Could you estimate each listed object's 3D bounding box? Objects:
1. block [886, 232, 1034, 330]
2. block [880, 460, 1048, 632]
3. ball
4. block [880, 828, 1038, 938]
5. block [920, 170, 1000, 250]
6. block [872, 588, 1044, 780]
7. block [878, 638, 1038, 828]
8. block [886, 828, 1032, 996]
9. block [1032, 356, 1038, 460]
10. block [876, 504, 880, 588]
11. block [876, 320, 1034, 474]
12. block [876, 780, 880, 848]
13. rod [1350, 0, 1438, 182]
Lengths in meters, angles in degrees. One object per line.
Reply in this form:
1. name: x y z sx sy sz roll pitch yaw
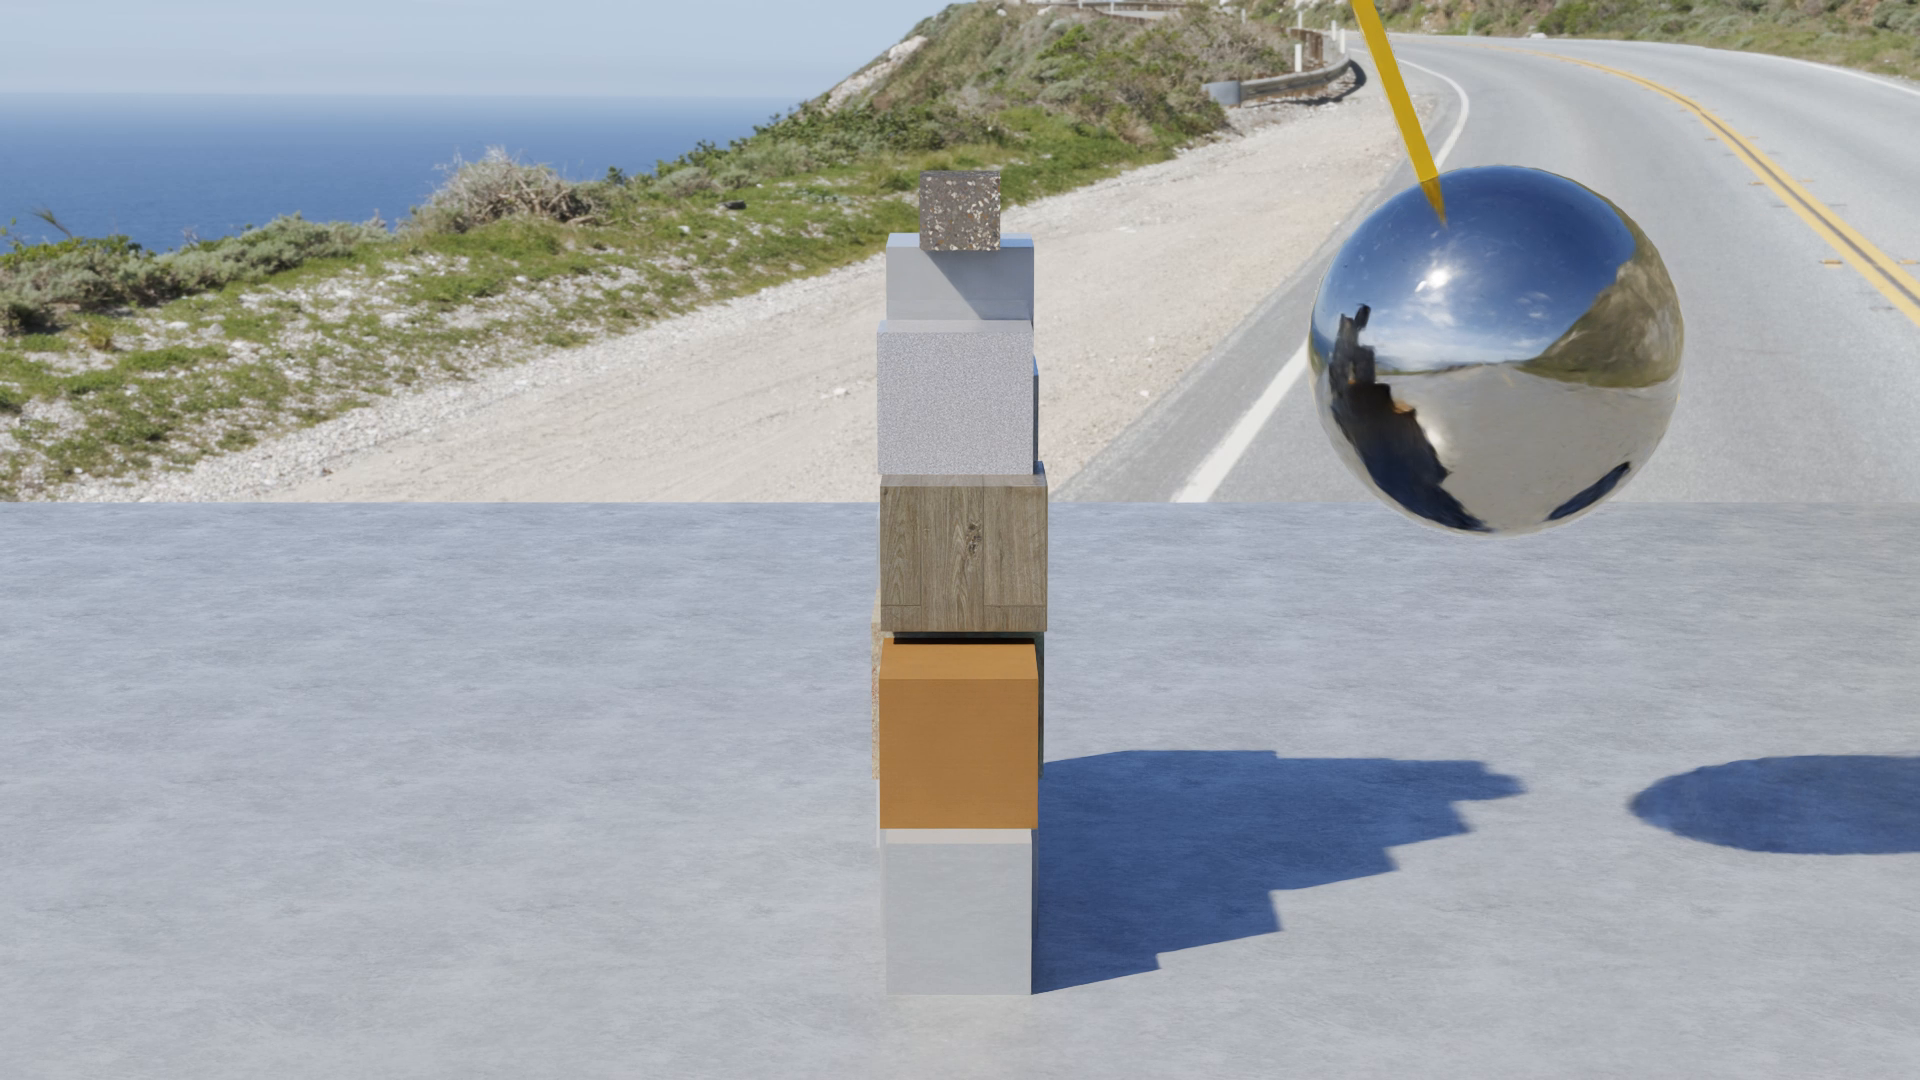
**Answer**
1. block: 0.001 -1.020 11.247 0.629 0.593 0.605 0 12 0
2. block: 0.016 0.016 10.626 0.671 0.592 0.689 0 10 0
3. ball: 2.295 -0.808 11.033 1.600 1.600 1.600 0 10 0
4. block: -0.004 1.271 10.836 0.649 0.622 0.671 0 10 0
5. block: 0.000 -1.401 10.889 0.339 0.306 0.357 0 12 0
6. block: -0.009 0.603 10.913 0.710 0.665 0.699 0 10 0
7. block: -0.005 0.762 10.237 0.613 0.603 0.643 0 12 0
8. block: -0.005 1.399 10.174 0.560 0.608 0.658 0 10 0
9. block: 0.007 -0.435 11.672 0.679 0.731 0.637 0 12 0
10. block: 0.002 0.235 12.260 0.777 0.804 0.705 0 10 0
11. block: -0.020 -0.604 10.746 0.638 0.585 0.531 0 10 0
12. block: -0.020 1.021 12.067 0.726 0.674 0.692 0 10 0
13. rod: 0.994 -3.899 10.472 0.080 5.200 0.080 -22 10 4
